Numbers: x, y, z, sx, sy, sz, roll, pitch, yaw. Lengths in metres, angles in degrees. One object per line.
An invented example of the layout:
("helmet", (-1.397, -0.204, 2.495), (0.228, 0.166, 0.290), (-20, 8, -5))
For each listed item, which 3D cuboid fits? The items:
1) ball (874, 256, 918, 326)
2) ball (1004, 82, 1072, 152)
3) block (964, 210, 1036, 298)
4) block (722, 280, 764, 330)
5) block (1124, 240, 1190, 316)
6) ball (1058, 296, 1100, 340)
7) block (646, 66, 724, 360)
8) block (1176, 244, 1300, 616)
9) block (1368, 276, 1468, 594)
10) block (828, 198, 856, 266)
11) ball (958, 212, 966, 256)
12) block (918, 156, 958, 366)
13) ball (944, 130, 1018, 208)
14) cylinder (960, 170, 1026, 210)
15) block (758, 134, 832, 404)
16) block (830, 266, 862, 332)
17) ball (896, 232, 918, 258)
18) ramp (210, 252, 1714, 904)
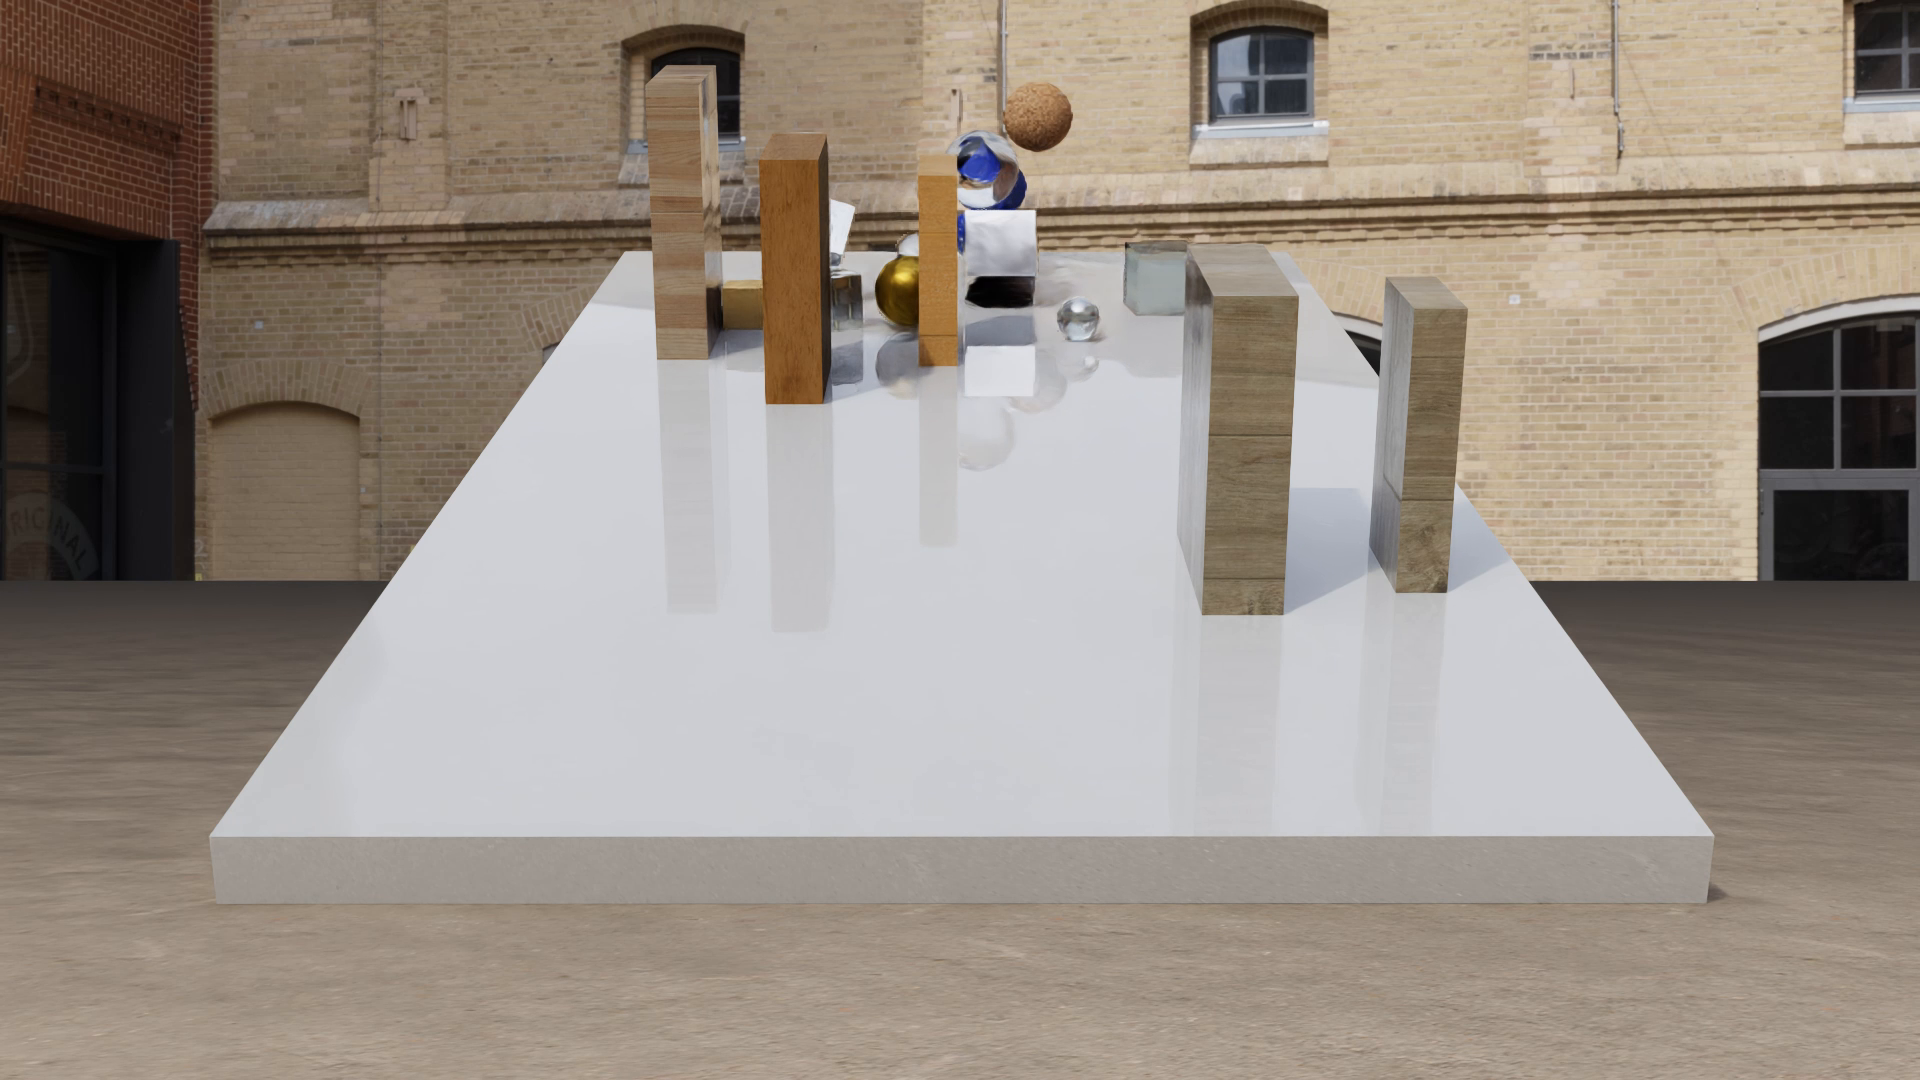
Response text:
("ball", (-0.130, -0.640, 5.766), (0.180, 0.180, 0.180), (0, -1, 0))
("ball", (0.231, -1.256, 6.652), (0.205, 0.205, 0.205), (0, -1, 0))
("block", (0.107, -0.773, 6.073), (0.187, 0.187, 0.187), (0, -12, -2))
("block", (-0.555, -0.610, 5.816), (0.109, 0.109, 0.109), (1, 18, 1))
("block", (0.540, -0.700, 5.997), (0.169, 0.169, 0.169), (-3, 19, -8))
("ball", (0.300, -0.560, 5.668), (0.109, 0.109, 0.109), (0, -1, 0))
("block", (-0.678, -0.819, 5.569), (0.125, 0.662, 0.407), (0, 18, 0))
("block", (0.476, -0.202, 3.904), (0.137, 0.547, 0.440), (0, 18, 0))
("block", (0.799, -0.188, 3.932), (0.089, 0.502, 0.261), (0, 18, 0))
("block", (-0.387, -0.818, 6.070), (0.158, 0.158, 0.158), (15, -25, -5))
("ball", (0.045, -0.895, 6.576), (0.146, 0.146, 0.146), (0, -1, 0))
("block", (-0.053, -0.688, 5.496), (0.094, 0.461, 0.313), (0, 18, 0))
("ball", (0.053, -0.986, 5.961), (0.205, 0.205, 0.205), (0, -1, 0))
("cylinder", (0.069, -1.010, 6.348), (0.170, 0.170, 0.170), (1, 30, -44))
("block", (-0.376, -0.632, 5.181), (0.130, 0.553, 0.397), (0, 18, 0))
("block", (-0.349, -0.621, 5.799), (0.142, 0.142, 0.142), (-10, 21, -29))
("ball", (-0.117, -0.810, 6.389), (0.129, 0.129, 0.129), (0, -1, 0))
("ramp", (-0.004, -0.191, 4.893), (2.000, 0.100, 4.000), (0, 18, 0))
